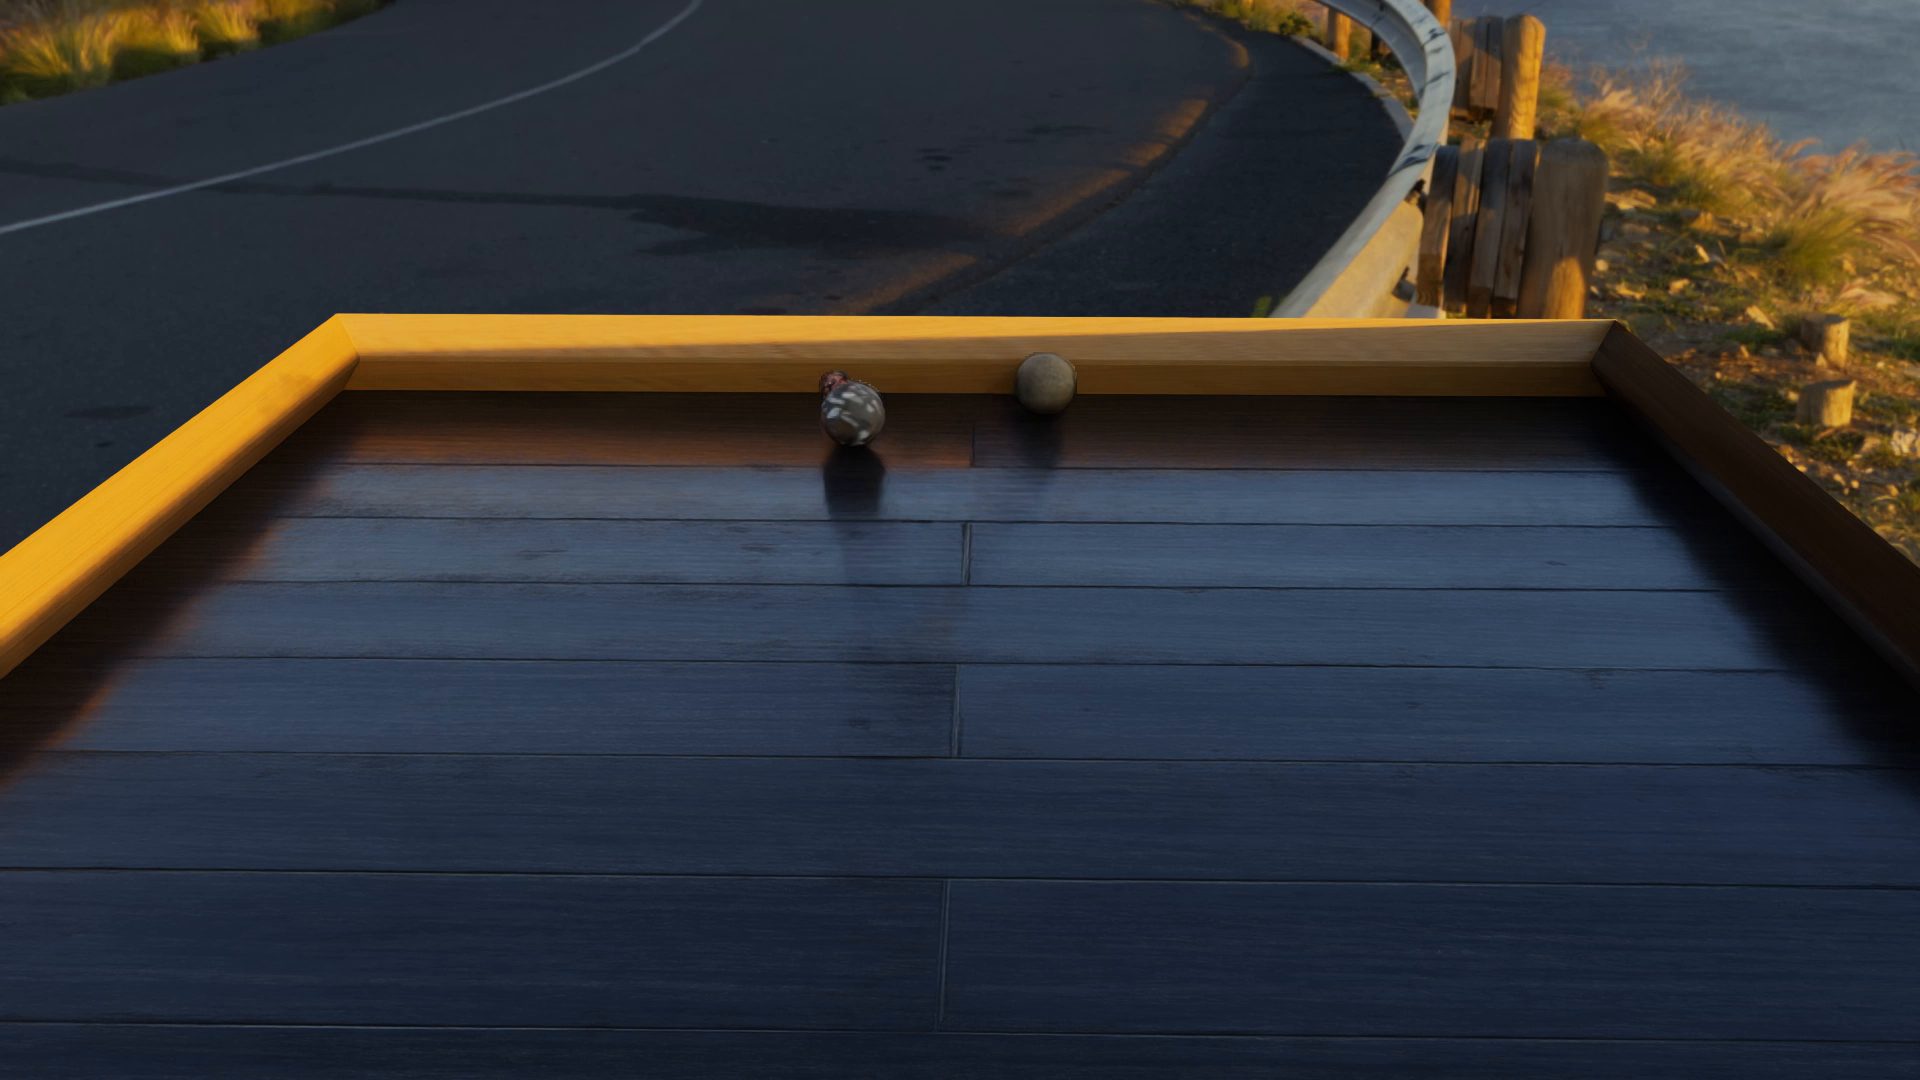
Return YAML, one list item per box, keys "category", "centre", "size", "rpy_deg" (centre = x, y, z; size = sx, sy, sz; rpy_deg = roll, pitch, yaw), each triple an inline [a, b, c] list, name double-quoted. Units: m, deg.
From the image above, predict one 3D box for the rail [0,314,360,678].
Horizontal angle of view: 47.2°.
- category: "rail"
  centre: [-0.989, 0.233, 1.824]
  size: [0.045, 0.120, 3.422]
  rpy_deg: [0, 18, 1]

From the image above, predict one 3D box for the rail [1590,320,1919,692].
- category: "rail"
  centre: [0.951, 0.246, 1.783]
  size: [0.045, 0.120, 3.422]
  rpy_deg: [0, 18, 1]

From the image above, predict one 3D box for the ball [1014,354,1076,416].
- category: "ball"
  centre: [0.128, -0.234, 3.310]
  size: [0.093, 0.093, 0.093]
  rpy_deg: [0, 18, 0]

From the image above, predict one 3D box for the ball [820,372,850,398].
- category: "ball"
  centre: [-0.189, -0.233, 3.376]
  size: [0.049, 0.049, 0.049]
  rpy_deg: [0, 18, 0]

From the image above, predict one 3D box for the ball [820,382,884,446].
- category: "ball"
  centre: [-0.153, -0.179, 3.141]
  size: [0.092, 0.092, 0.092]
  rpy_deg: [0, 18, 0]

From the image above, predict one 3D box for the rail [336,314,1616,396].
- category: "rail"
  centre: [0.018, -0.282, 3.408]
  size: [1.988, 0.120, 0.045]
  rpy_deg: [0, 18, 1]
